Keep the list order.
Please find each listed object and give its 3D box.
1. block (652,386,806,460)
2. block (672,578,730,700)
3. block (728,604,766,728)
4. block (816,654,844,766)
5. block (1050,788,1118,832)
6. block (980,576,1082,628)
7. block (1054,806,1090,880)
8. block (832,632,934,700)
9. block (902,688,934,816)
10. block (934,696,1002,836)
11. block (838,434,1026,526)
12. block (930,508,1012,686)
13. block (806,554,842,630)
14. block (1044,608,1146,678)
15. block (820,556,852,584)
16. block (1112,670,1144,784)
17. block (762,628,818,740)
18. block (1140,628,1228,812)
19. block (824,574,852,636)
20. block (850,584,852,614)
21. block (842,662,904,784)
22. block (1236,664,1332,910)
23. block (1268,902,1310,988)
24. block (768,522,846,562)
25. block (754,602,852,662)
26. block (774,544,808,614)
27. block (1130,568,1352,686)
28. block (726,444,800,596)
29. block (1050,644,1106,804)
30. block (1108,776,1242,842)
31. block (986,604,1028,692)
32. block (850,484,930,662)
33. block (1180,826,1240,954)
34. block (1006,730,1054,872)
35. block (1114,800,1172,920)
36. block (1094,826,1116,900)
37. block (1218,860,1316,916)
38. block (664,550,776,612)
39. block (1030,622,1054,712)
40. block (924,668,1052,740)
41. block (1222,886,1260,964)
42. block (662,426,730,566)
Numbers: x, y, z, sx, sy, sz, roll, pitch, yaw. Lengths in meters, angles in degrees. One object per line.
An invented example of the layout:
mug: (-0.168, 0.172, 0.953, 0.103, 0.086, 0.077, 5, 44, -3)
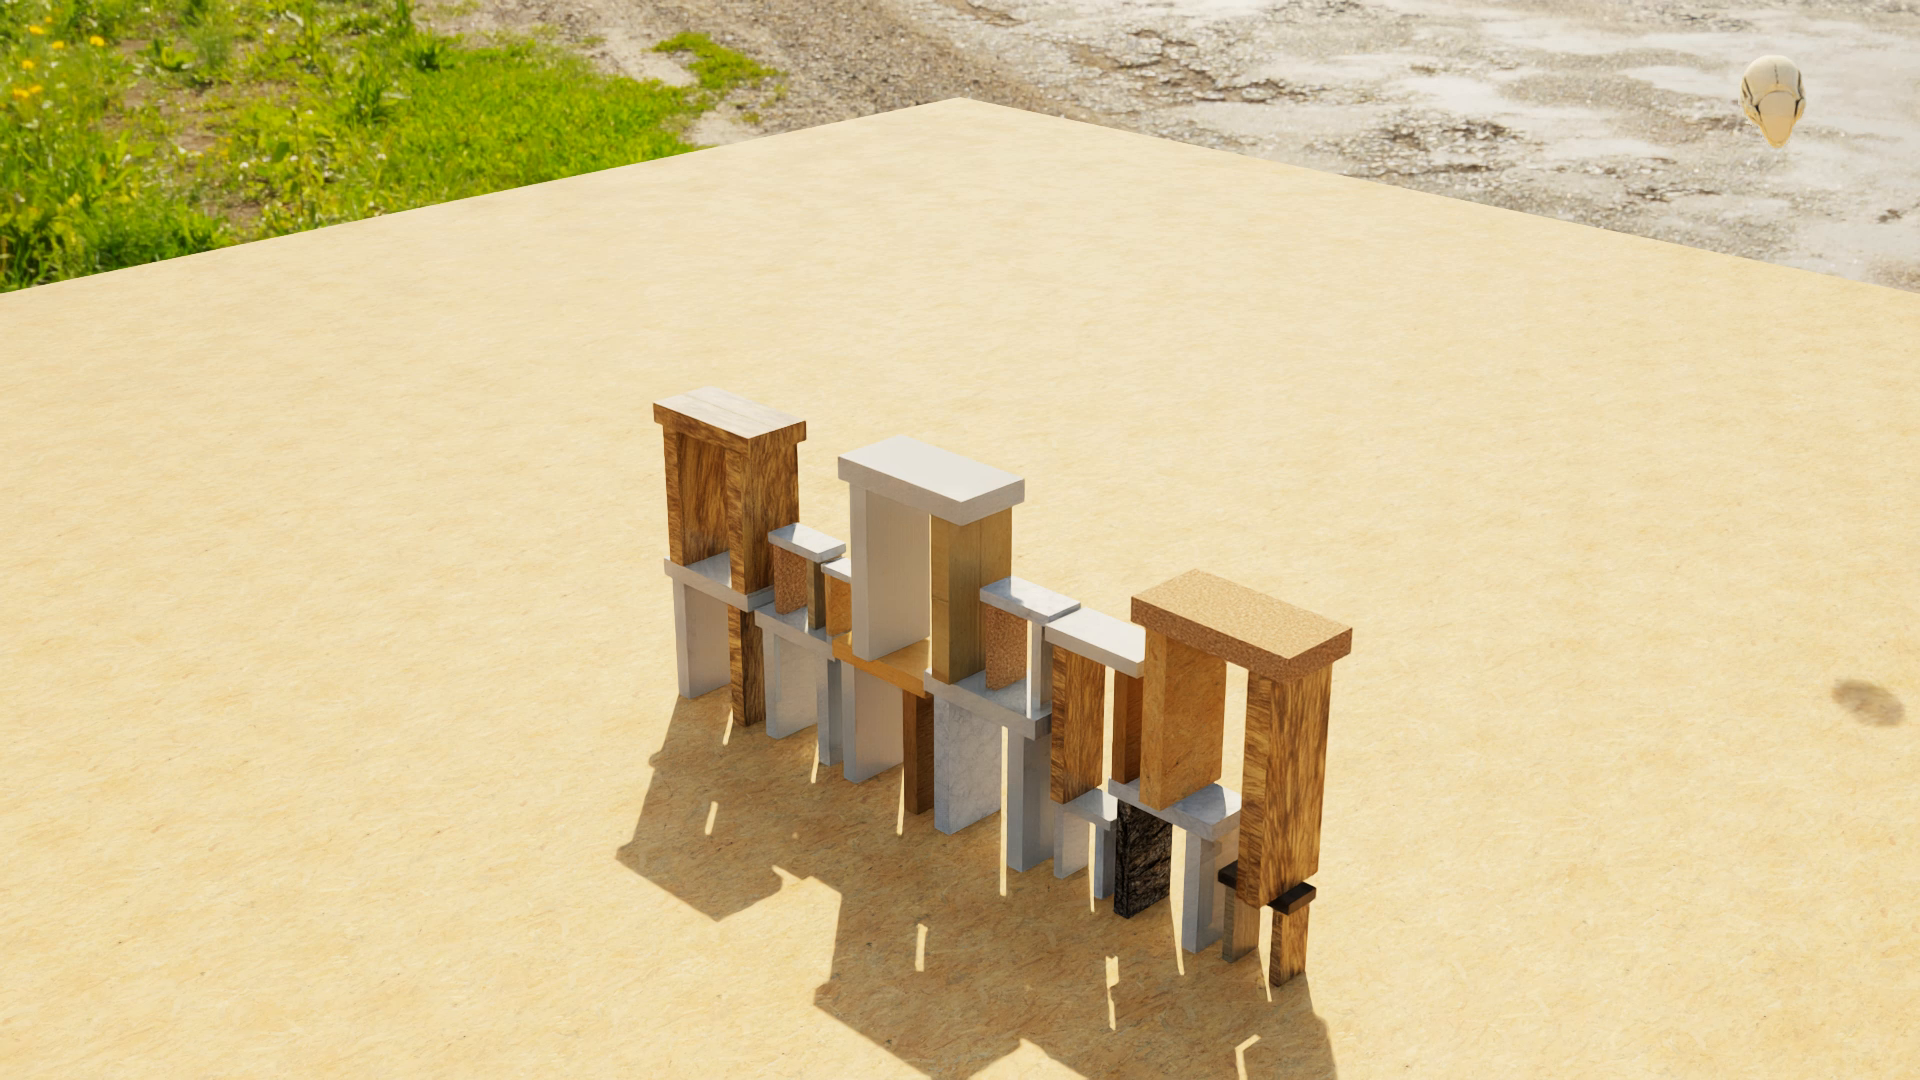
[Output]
block: (-0.489, -0.252, 4.655, 0.316, 0.045, 0.158, 21, 31, 41)
block: (-0.568, 0.200, 4.923, 0.040, 0.285, 0.143, 21, 31, 41)
block: (-0.433, 0.253, 4.799, 0.040, 0.285, 0.143, 21, 31, 41)
block: (-0.242, 0.339, 4.638, 0.036, 0.254, 0.127, 21, 31, 41)
block: (0.252, 0.500, 4.158, 0.155, 0.022, 0.077, 21, 31, 41)
block: (0.131, 0.115, 4.130, 0.089, 0.025, 0.177, -21, 31, -41)
block: (0.215, 0.567, 4.226, 0.022, 0.155, 0.077, 21, 31, 41)
block: (-0.116, 0.239, 4.450, 0.136, 0.039, 0.273, -21, 31, -41)
block: (-0.052, 0.407, 4.452, 0.039, 0.273, 0.136, 21, 31, 41)
block: (0.017, 0.424, 4.379, 0.042, 0.299, 0.149, 21, 31, 41)
block: (-0.058, -0.118, 4.231, 0.171, 0.048, 0.341, -21, 31, -41)
block: (0.023, 0.092, 4.233, 0.171, 0.341, 0.048, -21, 31, -40)
block: (-0.281, 0.102, 4.579, 0.022, 0.157, 0.078, 21, 31, 41)
block: (0.274, 0.185, 4.000, 0.223, 0.032, 0.112, 21, 31, 41)
block: (-0.223, 0.065, 4.489, 0.117, 0.017, 0.059, 21, 31, 41)
block: (0.327, 0.323, 4.001, 0.112, 0.223, 0.032, -21, 31, -41)
block: (-0.362, 0.292, 4.748, 0.036, 0.254, 0.127, 21, 31, 41)
block: (0.399, 0.294, 3.914, 0.172, 0.345, 0.049, -21, 31, -40)
block: (-0.250, 0.126, 4.545, 0.017, 0.139, 0.058, 21, 31, 41)
block: (-0.195, 0.138, 4.490, 0.059, 0.117, 0.017, -21, 31, -41)
block: (-0.181, 0.357, 4.570, 0.039, 0.273, 0.136, 21, 31, 41)
block: (0.557, 0.404, 3.781, 0.049, 0.443, 0.172, 21, 31, 41)
block: (0.583, 0.706, 3.895, 0.079, 0.158, 0.022, -21, 31, -40)
block: (-0.318, 0.005, 4.578, 0.157, 0.022, 0.078, 21, 31, 41)
block: (-0.302, 0.182, 4.636, 0.254, 0.036, 0.127, 21, 31, 41)
block: (-0.355, 0.073, 4.647, 0.022, 0.157, 0.078, 21, 31, 41)
block: (0.478, 0.144, 3.762, 0.172, 0.049, 0.345, -21, 31, -40)
block: (-0.415, -0.057, 4.656, 0.045, 0.316, 0.158, 21, 31, 40)
block: (0.221, 0.329, 4.118, 0.032, 0.325, 0.112, 21, 31, 41)
block: (0.401, 0.467, 3.992, 0.122, 0.035, 0.244, -21, 31, -41)
block: (0.089, 0.192, 4.208, 0.089, 0.177, 0.025, -21, 31, -41)
block: (-0.138, 0.043, 4.387, 0.171, 0.371, 0.048, -21, 31, -40)
block: (0.458, 0.618, 3.993, 0.035, 0.244, 0.122, 21, 31, 41)
block: (0.158, 0.479, 4.250, 0.042, 0.299, 0.149, 21, 31, 41)
block: (0.343, 0.573, 4.099, 0.035, 0.244, 0.122, 21, 31, 41)
block: (0.288, 0.596, 4.159, 0.022, 0.155, 0.077, 21, 31, 41)
block: (0.543, 0.610, 3.892, 0.079, 0.022, 0.158, -21, 31, -40)
block: (-0.501, 0.077, 4.797, 0.285, 0.040, 0.143, 21, 31, 41)
block: (0.173, 0.225, 4.131, 0.089, 0.177, 0.025, -21, 31, -41)
block: (0.087, 0.294, 4.248, 0.299, 0.042, 0.149, 21, 31, 41)
block: (0.509, 0.677, 3.963, 0.079, 0.157, 0.022, -22, 31, -40)
block: (-0.563, -0.115, 4.793, 0.045, 0.316, 0.158, 21, 31, 41)
